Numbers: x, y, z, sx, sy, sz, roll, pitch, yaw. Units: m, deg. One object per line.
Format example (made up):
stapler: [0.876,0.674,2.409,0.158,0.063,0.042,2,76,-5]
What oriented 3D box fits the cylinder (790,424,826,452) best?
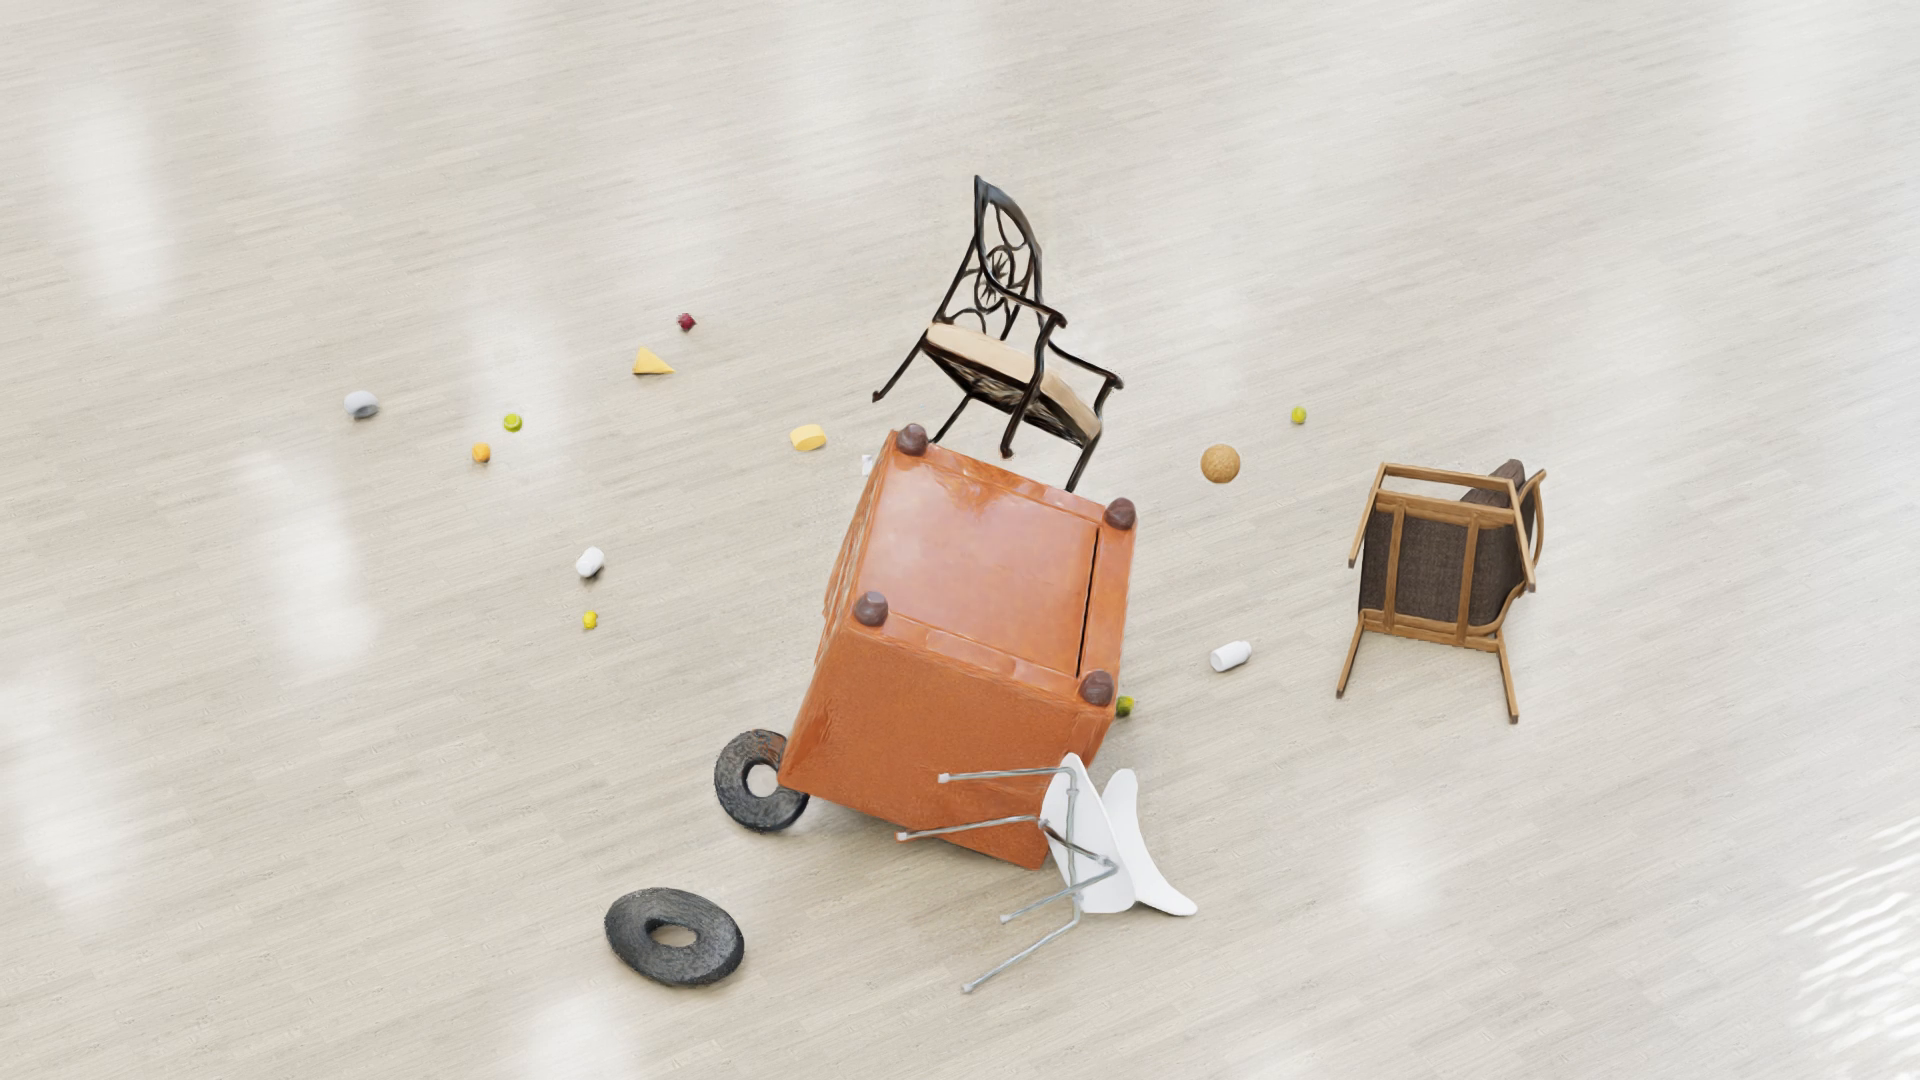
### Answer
cylinder: [-0.596,-0.402,11.499,0.130,0.058,0.092,-18,36,-8]

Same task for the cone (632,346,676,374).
cone: [-1.235,-0.710,11.967,0.169,0.128,0.089,17,31,-12]

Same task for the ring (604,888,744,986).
ring: [-0.876,1.212,8.976,0.506,0.109,0.324,20,47,32]

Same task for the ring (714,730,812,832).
ring: [-0.643,0.783,9.550,0.314,0.066,0.389,-42,58,-1]

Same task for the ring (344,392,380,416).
ring: [-2.382,-0.540,11.669,0.150,0.094,0.078,-6,50,-46]

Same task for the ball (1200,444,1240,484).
ball: [0.970,-0.284,10.910,0.150,0.150,0.150,0,33,0]
